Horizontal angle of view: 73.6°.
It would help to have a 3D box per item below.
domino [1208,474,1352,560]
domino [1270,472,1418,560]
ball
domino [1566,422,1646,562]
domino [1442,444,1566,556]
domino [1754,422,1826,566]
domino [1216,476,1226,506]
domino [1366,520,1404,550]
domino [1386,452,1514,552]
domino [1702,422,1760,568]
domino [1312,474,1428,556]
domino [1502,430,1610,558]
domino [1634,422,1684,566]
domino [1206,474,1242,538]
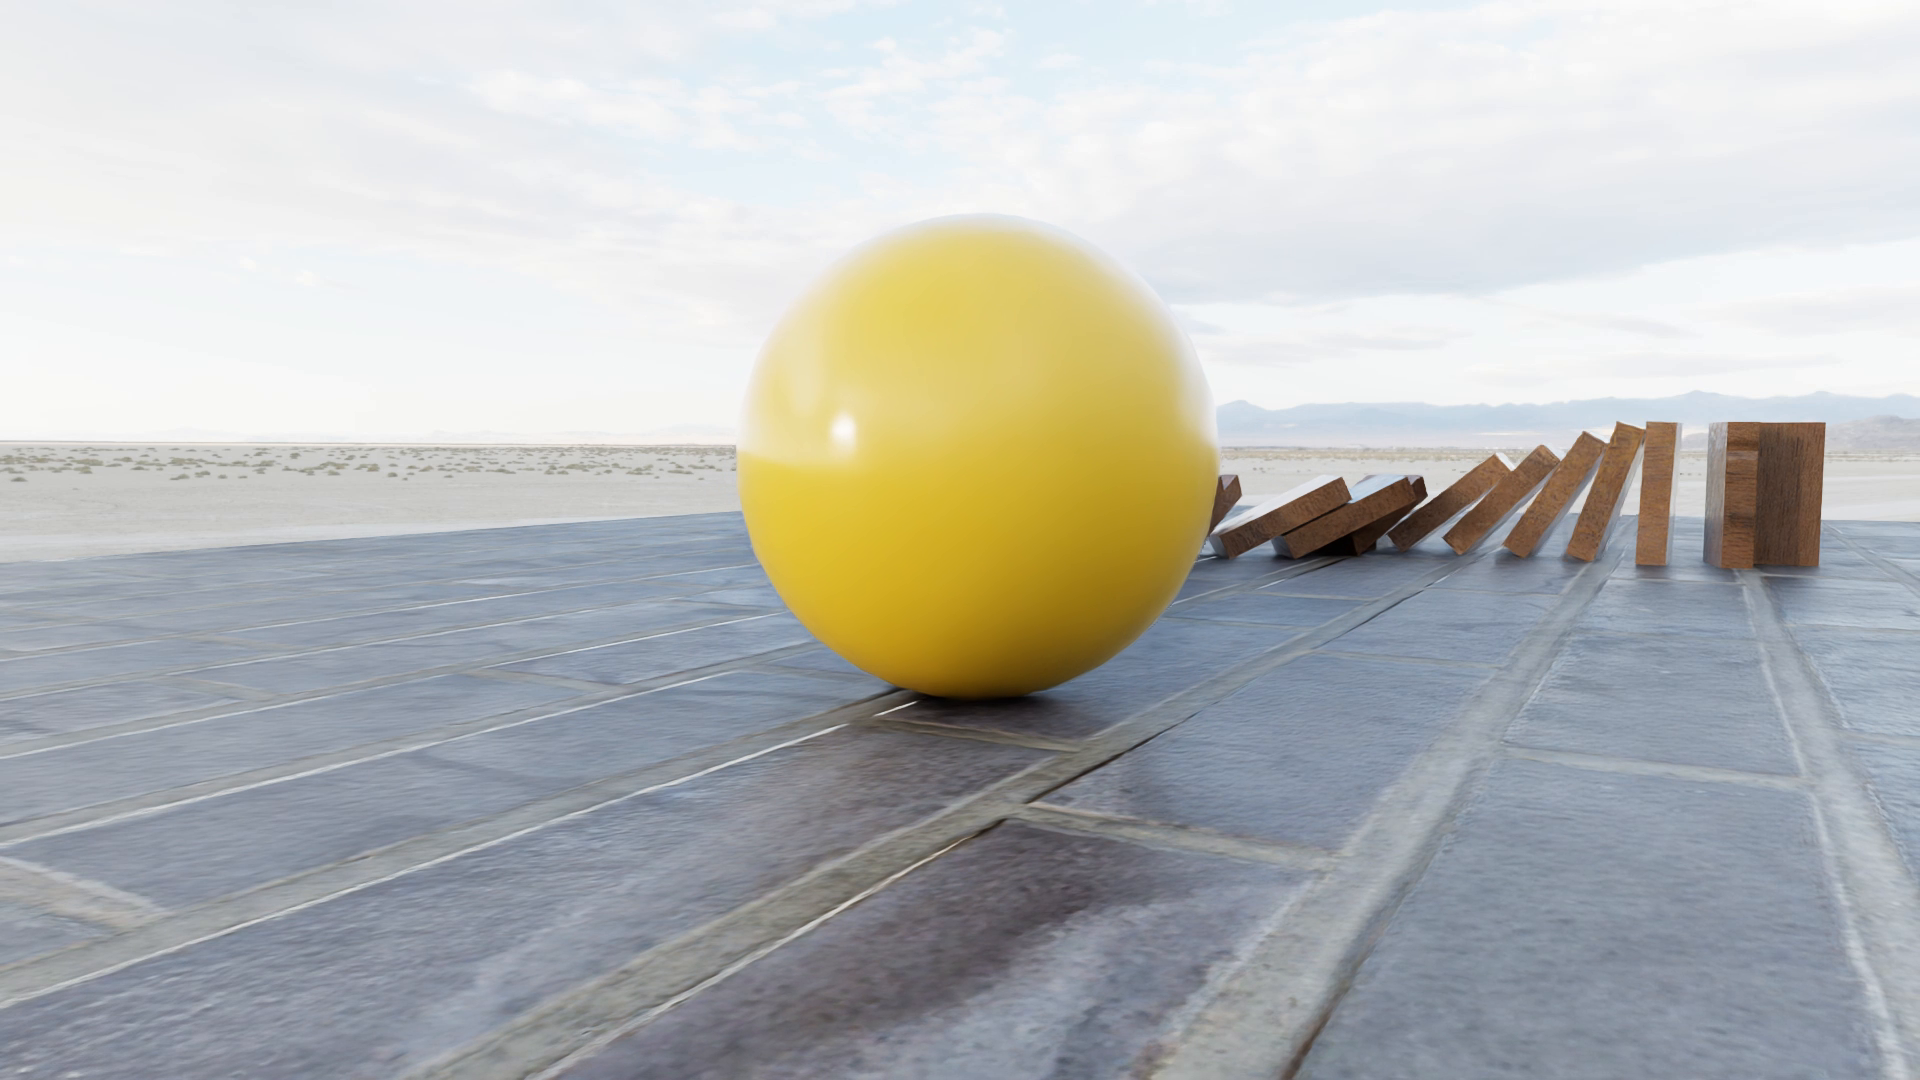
[{"bbox_3d":[0.120,-0.009,0.484,0.050,0.009,0.025,-26,4,1],"label":"domino"},{"bbox_3d":[0.143,-0.009,0.483,0.050,0.010,0.025,-26,6,1],"label":"domino"},{"bbox_3d":[0.003,-0.014,0.215,0.080,0.080,0.080,0,4,0],"label":"ball"},{"bbox_3d":[0.237,-0.018,0.469,0.010,0.050,0.025,24,16,30],"label":"domino"},{"bbox_3d":[0.208,-0.016,0.489,0.009,0.050,0.025,50,28,20],"label":"domino"},{"bbox_3d":[0.290,-0.017,0.455,0.025,0.050,0.009,2,5,25],"label":"domino"},{"bbox_3d":[0.076,-0.009,0.479,0.025,0.009,0.050,4,32,40],"label":"domino"},{"bbox_3d":[0.168,-0.002,0.538,0.025,0.009,0.050,3,5,31],"label":"domino"},{"bbox_3d":[0.192,-0.015,0.501,0.050,0.009,0.025,-42,-16,25],"label":"domino"},{"bbox_3d":[0.269,-0.016,0.449,0.010,0.050,0.025,1,4,17],"label":"domino"},{"bbox_3d":[0.160,-0.011,0.508,0.050,0.010,0.025,-33,22,-31],"label":"domino"},{"bbox_3d":[0.224,-0.017,0.478,0.009,0.050,0.025,38,23,25],"label":"domino"},{"bbox_3d":[0.250,-0.017,0.459,0.009,0.050,0.025,5,7,33],"label":"domino"},{"bbox_3d":[0.087,-0.010,0.497,0.025,0.009,0.050,2,30,37],"label":"domino"}]
